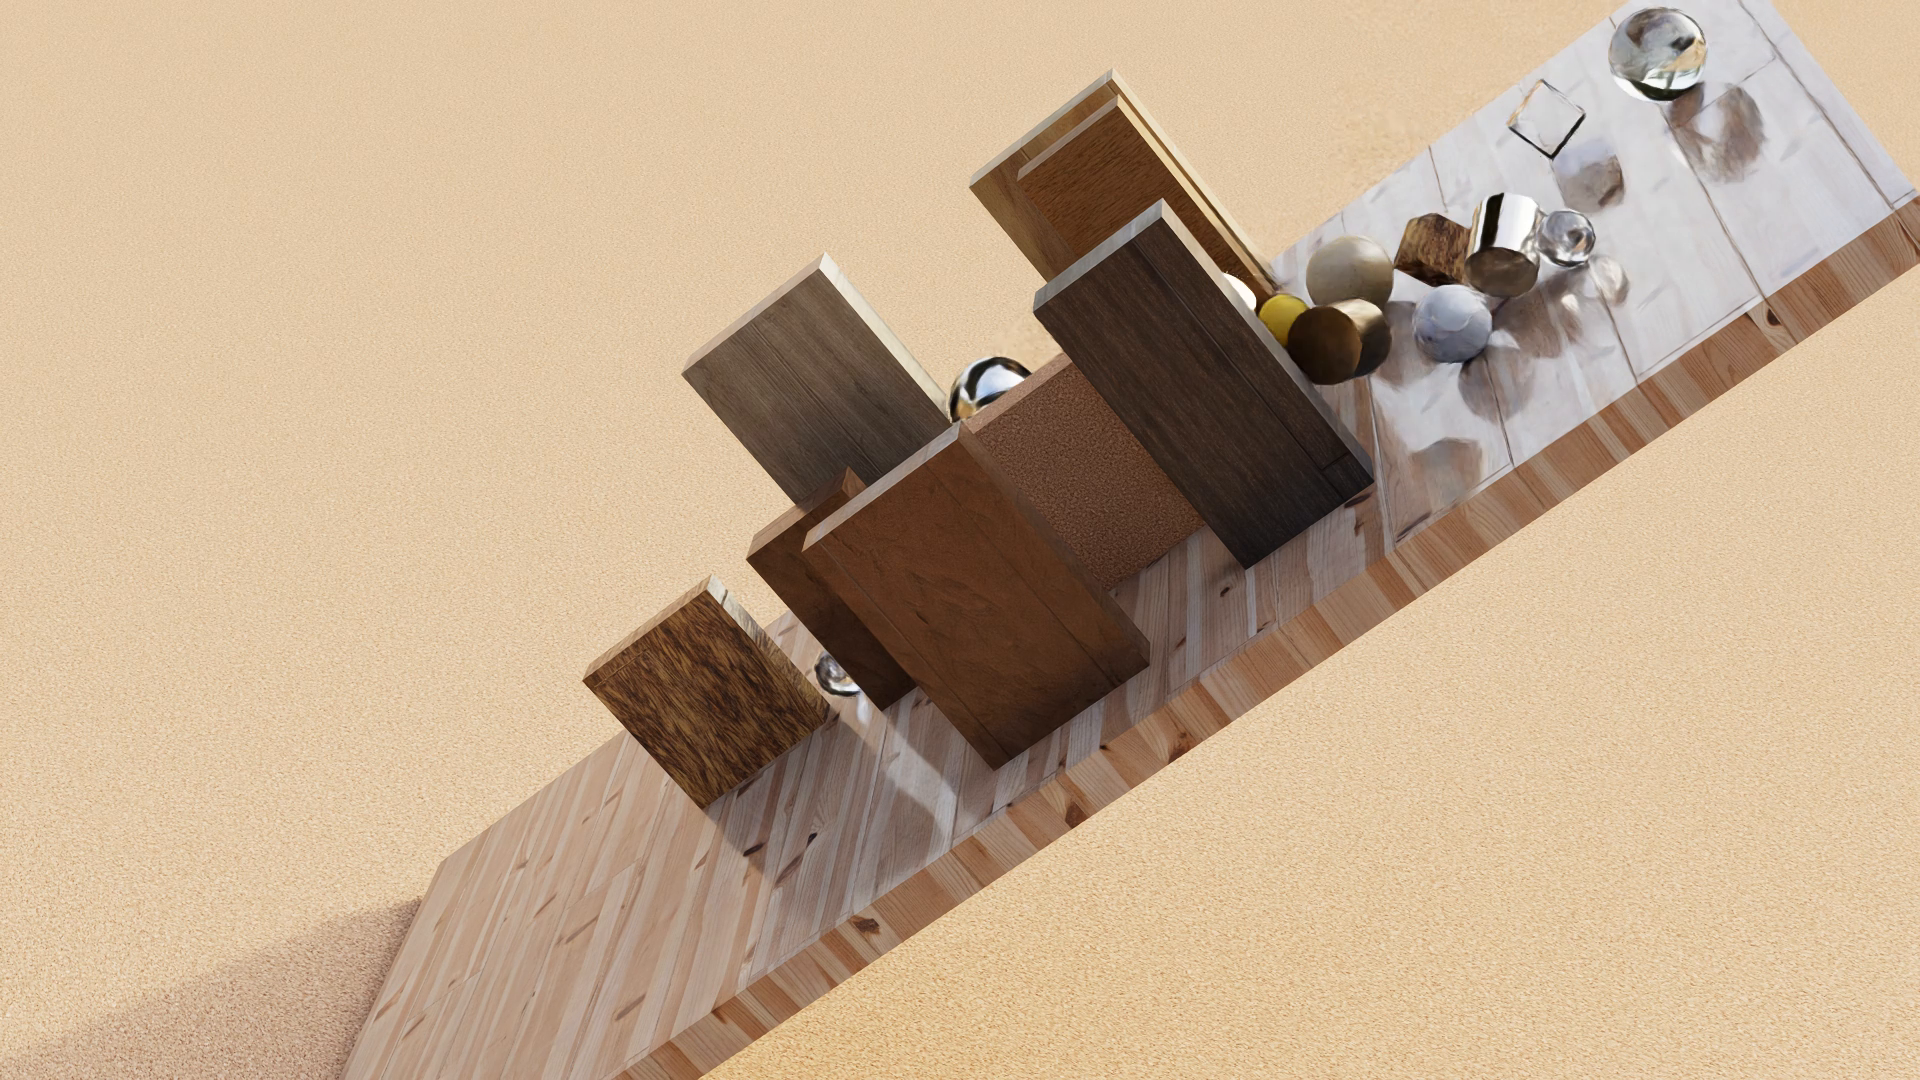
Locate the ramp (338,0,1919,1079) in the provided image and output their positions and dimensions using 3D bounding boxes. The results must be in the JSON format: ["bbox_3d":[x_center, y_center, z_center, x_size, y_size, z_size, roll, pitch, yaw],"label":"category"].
[{"bbox_3d":[0.122,0.184,6.337,4.000,0.100,2.000,-36,16,18],"label":"ramp"}]

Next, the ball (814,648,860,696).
[{"bbox_3d":[-0.259,0.285,6.531,0.127,0.127,0.127,0,24,0],"label":"ball"}]

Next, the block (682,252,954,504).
[{"bbox_3d":[-0.206,-0.210,6.529,0.399,0.784,0.114,-36,16,18],"label":"block"}]

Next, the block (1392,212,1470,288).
[{"bbox_3d":[0.968,-0.591,6.001,0.107,0.107,0.107,24,-11,-18],"label":"block"}]

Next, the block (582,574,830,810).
[{"bbox_3d":[-0.566,0.342,6.573,0.371,0.408,0.085,-36,16,18],"label":"block"}]

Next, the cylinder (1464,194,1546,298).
[{"bbox_3d":[1.054,-0.569,5.687,0.143,0.143,0.143,6,53,14],"label":"cylinder"}]

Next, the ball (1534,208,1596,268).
[{"bbox_3d":[1.150,-0.573,5.592,0.113,0.113,0.113,0,24,0],"label":"ball"}]

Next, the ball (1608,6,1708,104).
[{"bbox_3d":[1.409,-0.981,5.942,0.195,0.195,0.195,0,24,0],"label":"ball"}]

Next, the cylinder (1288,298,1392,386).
[{"bbox_3d":[0.717,-0.375,5.556,0.150,0.150,0.150,13,16,28],"label":"cylinder"}]

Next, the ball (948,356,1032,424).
[{"bbox_3d":[0.076,-0.298,6.361,0.202,0.202,0.202,0,24,0],"label":"ball"}]

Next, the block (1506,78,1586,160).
[{"bbox_3d":[1.227,-0.881,6.155,0.114,0.114,0.114,35,17,-2],"label":"block"}]

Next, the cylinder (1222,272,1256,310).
[{"bbox_3d":[0.542,-0.478,6.288,0.138,0.138,0.138,16,39,-13],"label":"cylinder"}]

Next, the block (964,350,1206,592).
[{"bbox_3d":[0.267,-0.146,5.901,0.449,0.434,0.114,-36,16,18],"label":"block"}]

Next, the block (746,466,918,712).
[{"bbox_3d":[-0.203,0.106,6.287,0.266,0.451,0.129,-36,16,18],"label":"block"}]

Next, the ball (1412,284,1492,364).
[{"bbox_3d":[0.933,-0.410,5.585,0.152,0.152,0.152,0,24,0],"label":"ball"}]

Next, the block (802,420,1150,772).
[{"bbox_3d":[0.033,0.109,5.500,0.372,0.570,0.098,-36,16,18],"label":"block"}]

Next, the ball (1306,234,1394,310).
[{"bbox_3d":[0.819,-0.550,6.171,0.185,0.185,0.185,0,24,0],"label":"ball"}]

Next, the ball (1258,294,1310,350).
[{"bbox_3d":[0.685,-0.459,6.194,0.117,0.117,0.117,0,24,0],"label":"ball"}]

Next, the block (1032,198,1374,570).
[{"bbox_3d":[0.453,-0.284,5.446,0.297,0.645,0.115,-36,16,18],"label":"block"}]

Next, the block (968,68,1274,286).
[{"bbox_3d":[0.380,-0.727,6.875,0.420,0.617,0.101,-36,16,18],"label":"block"}]

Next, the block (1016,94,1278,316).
[{"bbox_3d":[0.434,-0.641,6.474,0.277,0.638,0.094,-36,16,18],"label":"block"}]
